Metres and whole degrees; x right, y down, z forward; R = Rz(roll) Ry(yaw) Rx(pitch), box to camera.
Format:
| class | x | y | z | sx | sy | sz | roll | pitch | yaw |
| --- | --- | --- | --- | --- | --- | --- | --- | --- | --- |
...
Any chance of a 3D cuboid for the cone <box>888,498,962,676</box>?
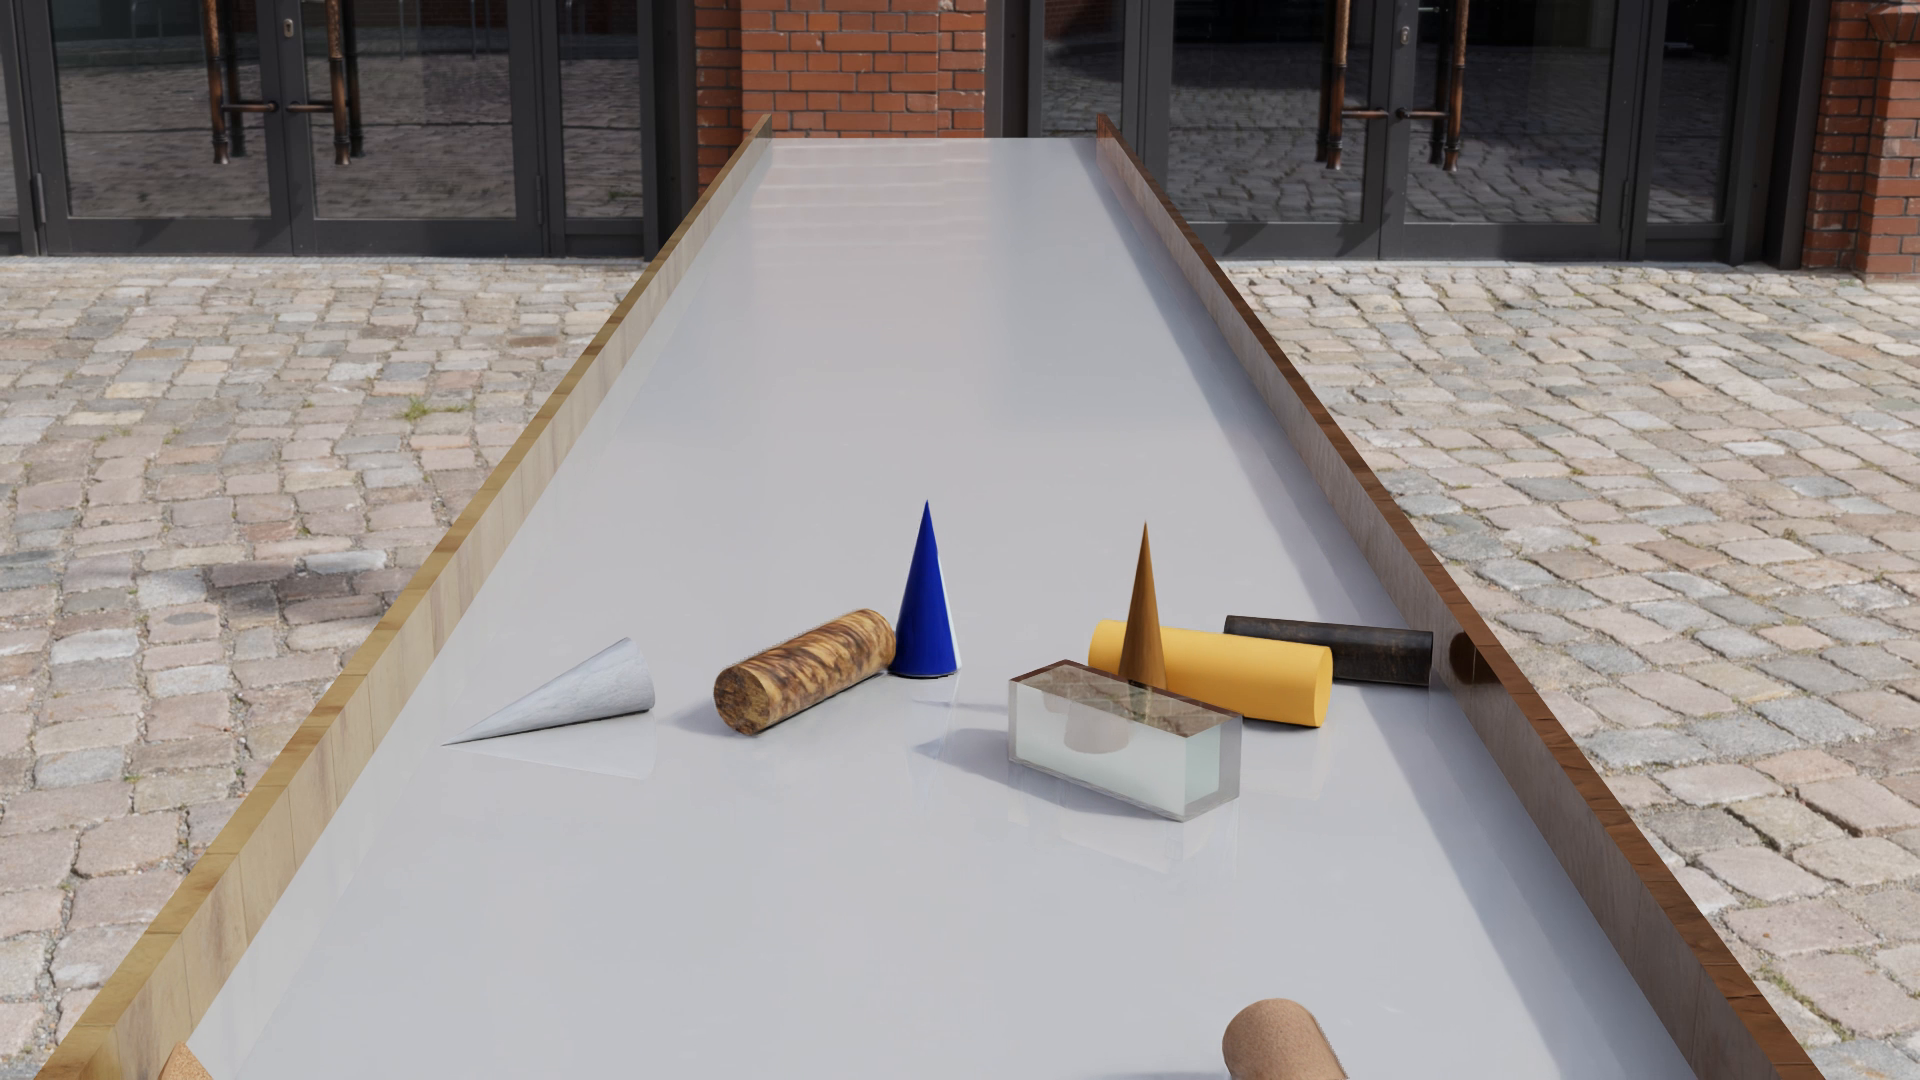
| class | x | y | z | sx | sy | sz | roll | pitch | yaw |
| --- | --- | --- | --- | --- | --- | --- | --- | --- | --- |
| cone | -0.068 | 0.083 | 4.334 | 0.150 | 0.342 | 0.150 | 1 | 14 | 0 |

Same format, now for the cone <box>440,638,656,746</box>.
| class | x | y | z | sx | sy | sz | roll | pitch | yaw |
| --- | --- | --- | --- | --- | --- | --- | --- | --- | --- |
| cone | -0.775 | 0.312 | 4.055 | 0.400 | 0.143 | 0.143 | -20 | 24 | -25 |

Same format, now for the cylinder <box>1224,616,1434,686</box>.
| class | x | y | z | sx | sy | sz | roll | pitch | yaw |
| --- | --- | --- | --- | --- | --- | --- | --- | --- | --- |
| cylinder | 0.721 | 0.216 | 4.318 | 0.400 | 0.105 | 0.105 | 4 | 17 | 14 |

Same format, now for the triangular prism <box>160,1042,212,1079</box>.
| class | x | y | z | sx | sy | sz | roll | pitch | yaw |
| --- | --- | --- | --- | --- | --- | --- | --- | --- | --- |
| triangular prism | -0.960 | 0.732 | 2.601 | 0.102 | 0.088 | 0.404 | -2 | 17 | -7 |

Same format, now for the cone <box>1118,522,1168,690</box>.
| class | x | y | z | sx | sy | sz | roll | pitch | yaw |
| --- | --- | --- | --- | --- | --- | --- | --- | --- | --- |
| cone | 0.335 | 0.150 | 4.022 | 0.116 | 0.398 | 0.116 | 0 | 17 | 0 |

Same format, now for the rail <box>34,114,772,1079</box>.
| class | x | y | z | sx | sy | sz | roll | pitch | yaw |
| --- | --- | --- | --- | --- | --- | --- | --- | --- | --- |
| rail | -1.118 | -0.838 | 7.780 | 0.050 | 0.150 | 12.000 | 0 | 17 | -1 |

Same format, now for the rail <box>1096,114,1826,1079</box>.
| class | x | y | z | sx | sy | sz | roll | pitch | yaw |
| --- | --- | --- | --- | --- | --- | --- | --- | --- | --- |
| rail | 0.932 | -0.844 | 7.801 | 0.050 | 0.150 | 12.000 | 0 | 17 | -1 |

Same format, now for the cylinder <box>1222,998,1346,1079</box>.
| class | x | y | z | sx | sy | sz | roll | pitch | yaw |
| --- | --- | --- | --- | --- | --- | --- | --- | --- | --- |
| cylinder | 0.422 | 0.703 | 2.639 | 0.128 | 0.128 | 0.397 | -2 | 17 | -6 |

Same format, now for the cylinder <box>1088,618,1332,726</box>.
| class | x | y | z | sx | sy | sz | roll | pitch | yaw |
| --- | --- | --- | --- | --- | --- | --- | --- | --- | --- |
| cylinder | 0.469 | 0.248 | 4.133 | 0.434 | 0.149 | 0.149 | 7 | 18 | 21 |

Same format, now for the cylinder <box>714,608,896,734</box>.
| class | x | y | z | sx | sy | sz | roll | pitch | yaw |
| --- | --- | --- | --- | --- | --- | --- | --- | --- | --- |
| cylinder | -0.289 | 0.246 | 4.175 | 0.129 | 0.129 | 0.401 | 11 | 20 | 32 |

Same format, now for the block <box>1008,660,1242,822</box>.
| class | x | y | z | sx | sy | sz | roll | pitch | yaw |
| --- | --- | --- | --- | --- | --- | --- | --- | --- | --- |
| block | 0.281 | 0.342 | 3.811 | 0.398 | 0.151 | 0.151 | 15 | 23 | 42 |
